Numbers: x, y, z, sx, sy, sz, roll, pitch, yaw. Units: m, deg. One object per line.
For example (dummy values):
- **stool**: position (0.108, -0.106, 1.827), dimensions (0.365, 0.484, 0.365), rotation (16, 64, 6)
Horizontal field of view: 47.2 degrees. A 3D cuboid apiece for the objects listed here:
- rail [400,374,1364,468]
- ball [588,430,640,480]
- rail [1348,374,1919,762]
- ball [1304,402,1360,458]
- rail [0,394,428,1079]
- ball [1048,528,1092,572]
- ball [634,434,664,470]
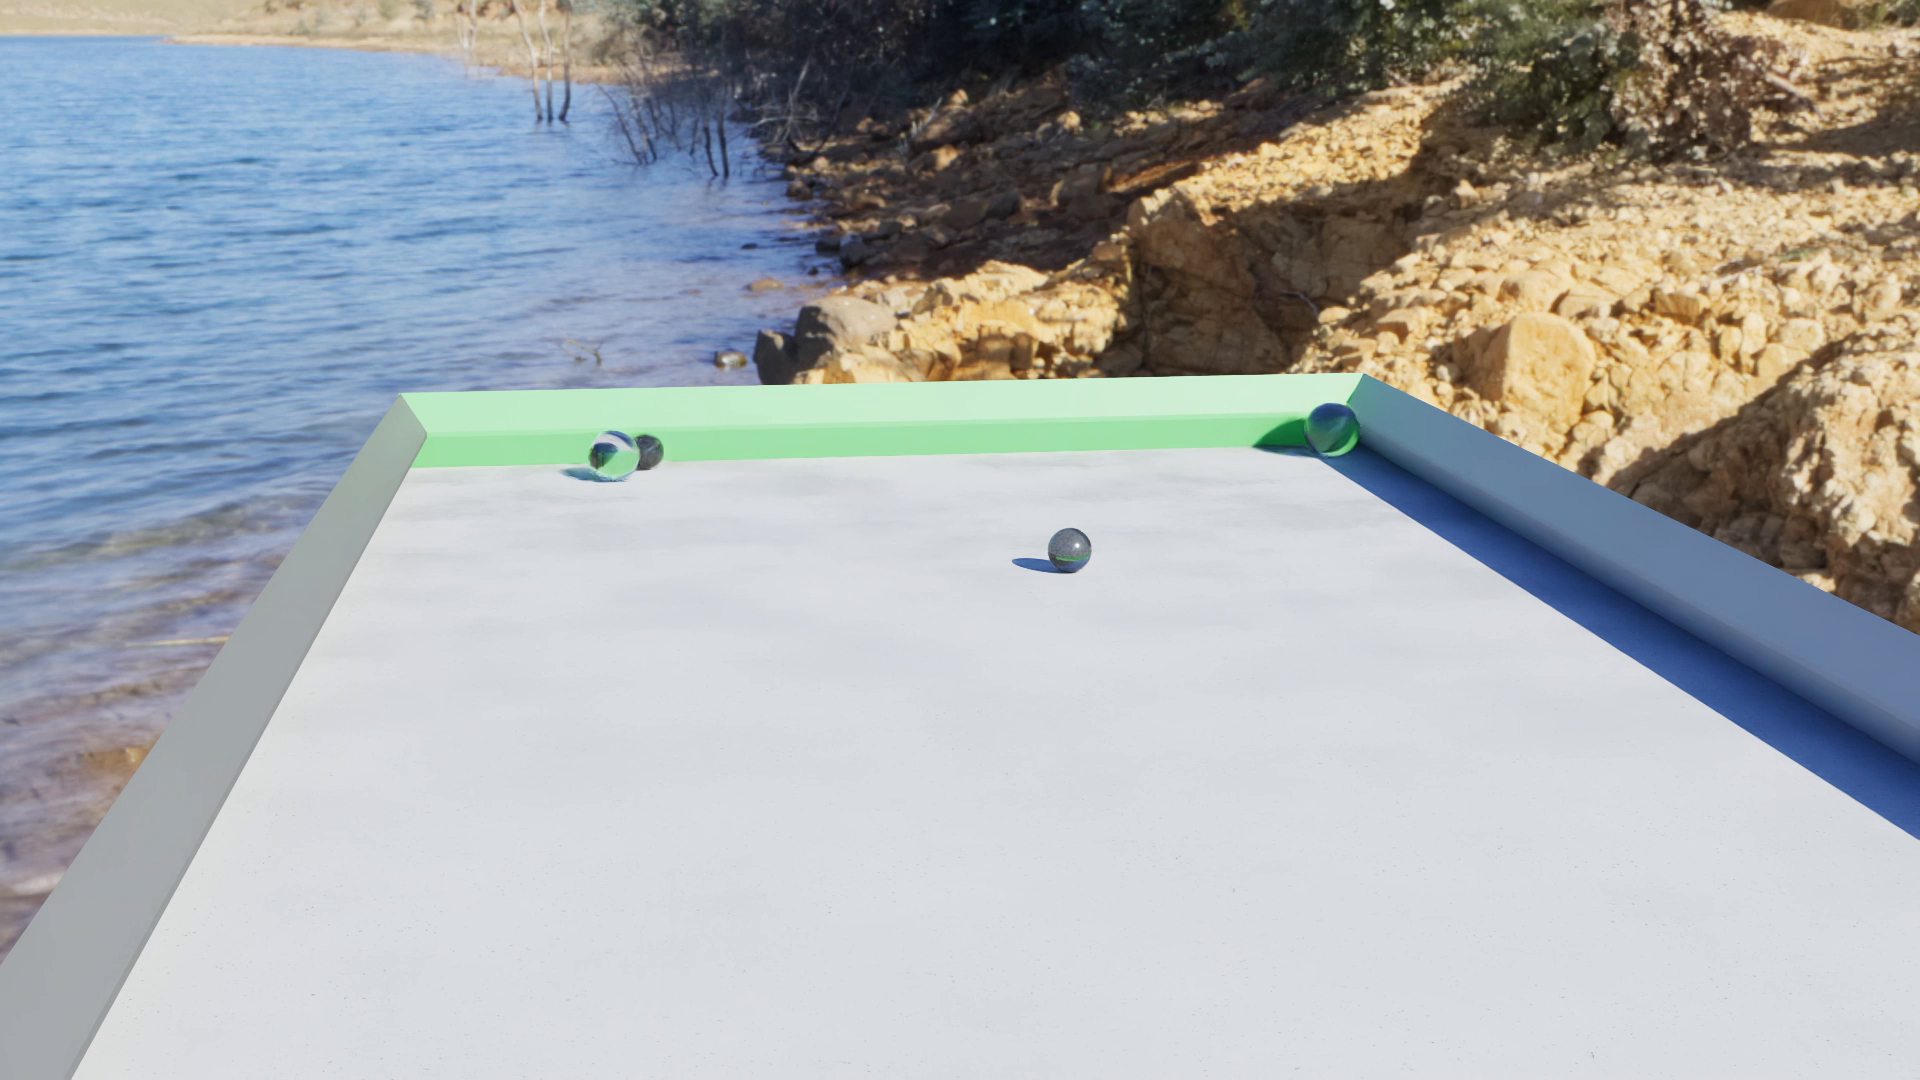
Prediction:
- **rail**: position (-0.103, -0.196, 3.642), dimensions (1.611, 0.121, 0.045), rotation (-2, 13, -8)
- **ball**: position (-0.545, -0.133, 3.462), dimensions (0.080, 0.080, 0.080), rotation (0, 13, 0)
- **rail**: position (0.881, 0.122, 2.255), dimensions (0.045, 0.121, 3.136), rotation (-2, 13, -8)
- **ball**: position (0.617, -0.183, 3.650), dimensions (0.093, 0.093, 0.093), rotation (0, 13, 0)
- **rail**: position (-0.668, 0.169, 2.048), dimensions (0.045, 0.121, 3.136), rotation (-2, 13, -8)
- **ball**: position (0.144, 0.013, 2.874), dimensions (0.058, 0.058, 0.058), rotation (0, 13, 0)
- **ball**: position (-0.507, -0.143, 3.557), dimensions (0.058, 0.058, 0.058), rotation (0, 13, 0)
